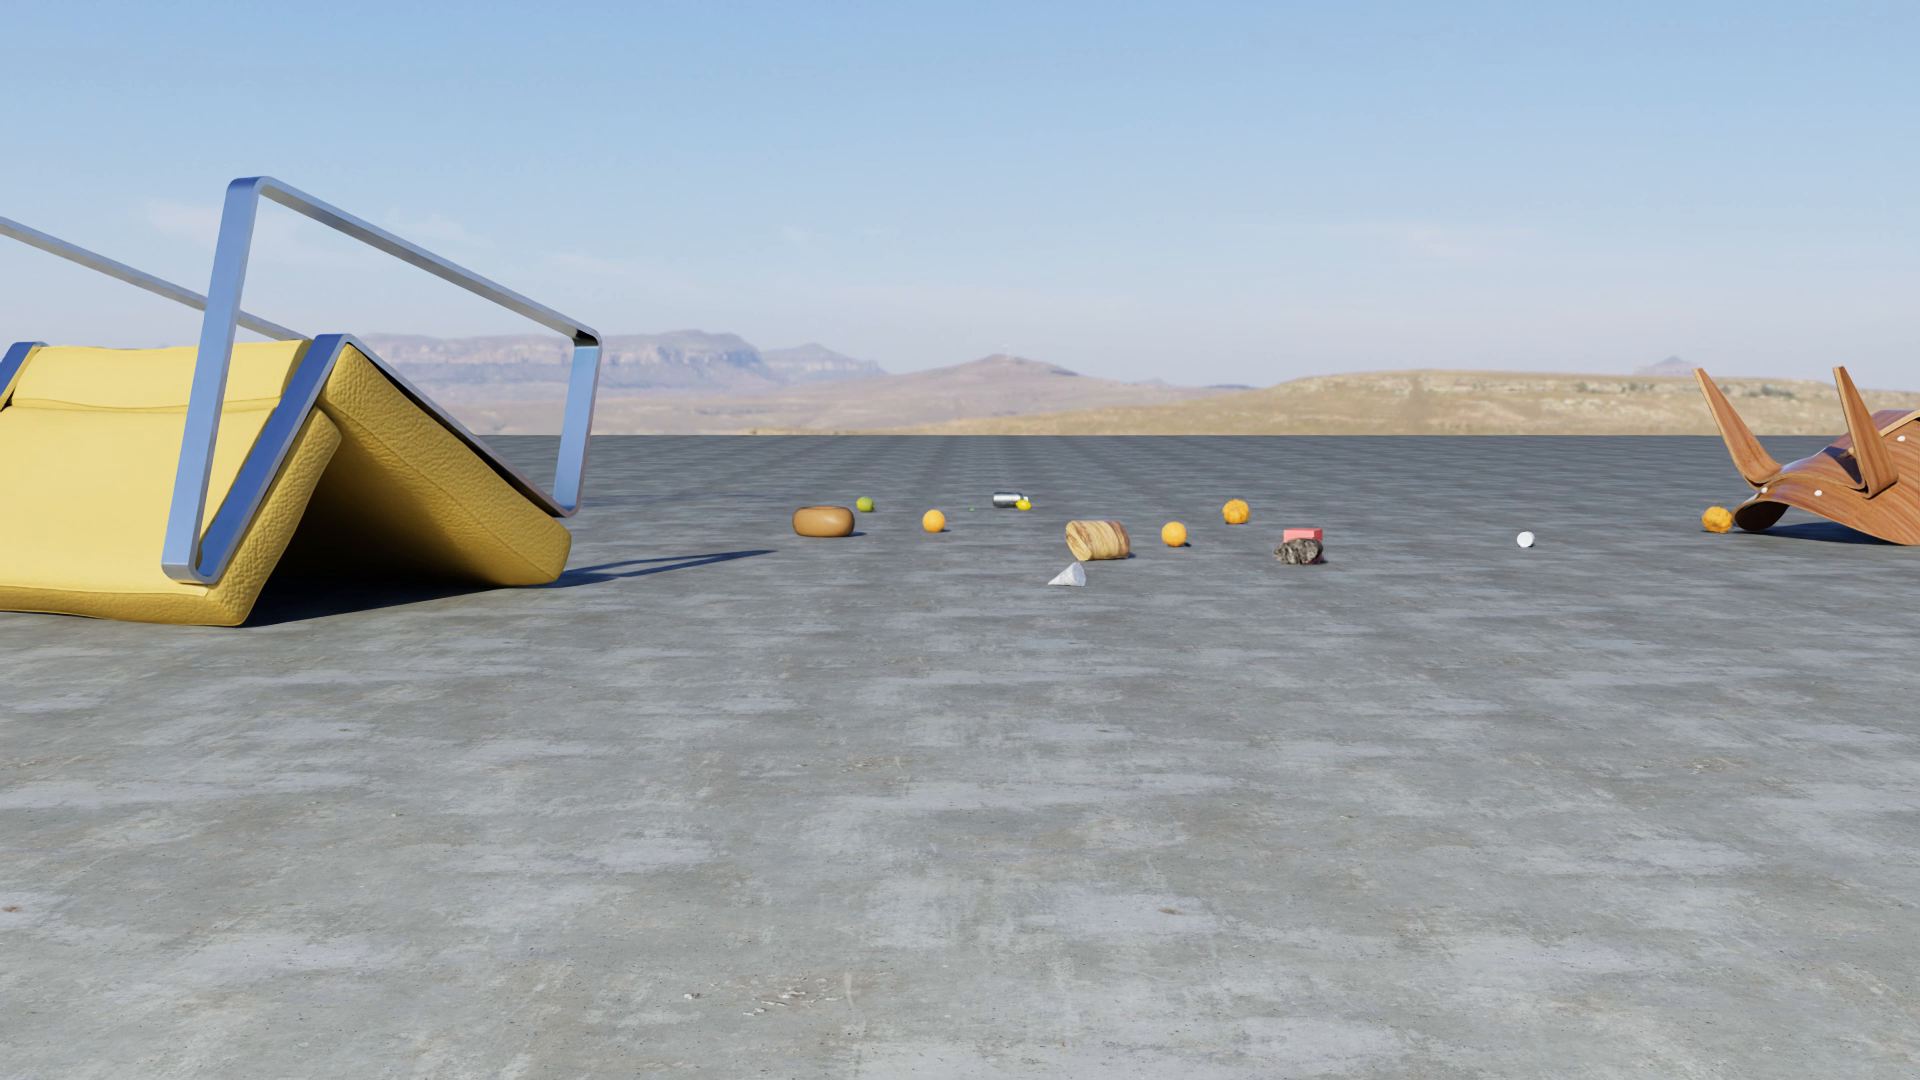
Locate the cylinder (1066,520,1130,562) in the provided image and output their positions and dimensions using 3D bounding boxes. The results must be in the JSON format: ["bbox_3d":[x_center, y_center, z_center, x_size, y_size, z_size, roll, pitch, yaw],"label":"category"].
[{"bbox_3d":[0.364,0.000,5.796,0.137,0.120,0.081,-3,-39,-38],"label":"cylinder"}]

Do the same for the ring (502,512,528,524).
[{"bbox_3d":[-1.484,-0.071,7.325,0.101,0.036,0.053,1,6,29],"label":"ring"}]

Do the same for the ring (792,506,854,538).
[{"bbox_3d":[-0.418,-0.056,6.735,0.161,0.088,0.249,-5,5,-36],"label":"ring"}]

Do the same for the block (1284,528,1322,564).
[{"bbox_3d":[0.894,0.014,5.730,0.078,0.083,0.099,2,4,22],"label":"block"}]

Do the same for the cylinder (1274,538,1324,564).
[{"bbox_3d":[0.871,0.029,5.653,0.116,0.062,0.061,-7,1,23],"label":"cylinder"}]
